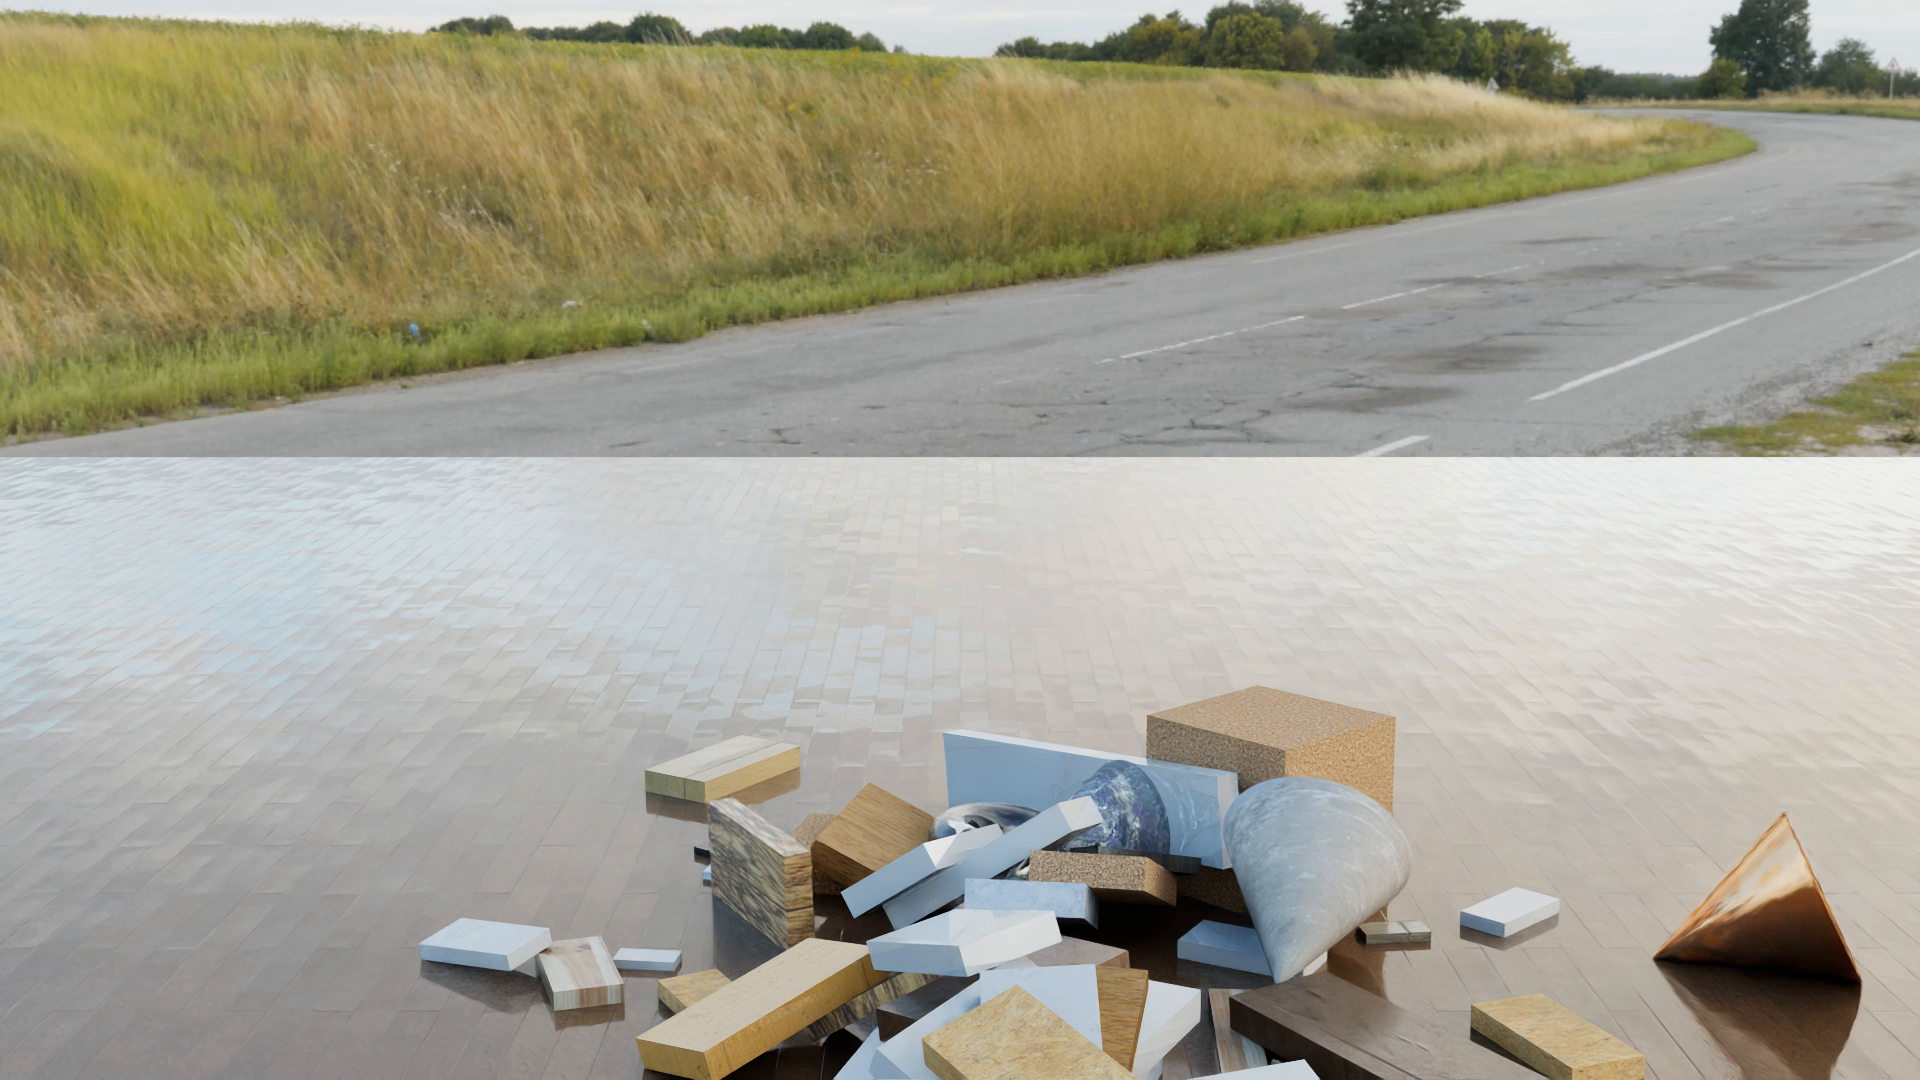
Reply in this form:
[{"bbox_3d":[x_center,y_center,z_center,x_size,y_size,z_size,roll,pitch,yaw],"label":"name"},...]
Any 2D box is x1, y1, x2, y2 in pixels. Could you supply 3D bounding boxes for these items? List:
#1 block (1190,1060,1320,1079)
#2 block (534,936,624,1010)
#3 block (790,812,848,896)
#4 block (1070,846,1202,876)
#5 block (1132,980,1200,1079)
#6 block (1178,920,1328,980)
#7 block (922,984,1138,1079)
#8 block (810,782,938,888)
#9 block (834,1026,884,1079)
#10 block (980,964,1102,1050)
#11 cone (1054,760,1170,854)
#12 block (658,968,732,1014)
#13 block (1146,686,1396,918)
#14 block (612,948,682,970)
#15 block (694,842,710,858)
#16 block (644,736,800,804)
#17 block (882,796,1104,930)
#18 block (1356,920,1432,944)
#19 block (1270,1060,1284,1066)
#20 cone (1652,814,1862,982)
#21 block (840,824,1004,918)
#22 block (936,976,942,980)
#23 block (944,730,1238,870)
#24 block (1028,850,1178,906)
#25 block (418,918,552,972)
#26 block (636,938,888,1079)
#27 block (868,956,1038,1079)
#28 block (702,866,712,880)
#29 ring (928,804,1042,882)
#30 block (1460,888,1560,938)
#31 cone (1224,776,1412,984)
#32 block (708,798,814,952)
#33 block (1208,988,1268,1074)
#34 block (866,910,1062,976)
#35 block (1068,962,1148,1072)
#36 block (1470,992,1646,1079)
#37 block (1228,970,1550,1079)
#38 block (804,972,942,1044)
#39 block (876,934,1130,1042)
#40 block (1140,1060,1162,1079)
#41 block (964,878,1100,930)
[{"bbox_3d":[0.318,0.723,2.665,0.321,0.046,0.161,-3,29,-25],"label":"block"},{"bbox_3d":[-0.571,0.646,3.288,0.102,0.029,0.204,-3,11,-18],"label":"block"},{"bbox_3d":[-0.227,0.542,3.813,0.148,0.042,0.297,2,11,12],"label":"block"},{"bbox_3d":[0.280,0.513,3.514,0.187,0.027,0.094,10,-13,-23],"label":"block"},{"bbox_3d":[0.185,0.657,2.910,0.161,0.046,0.321,5,12,27],"label":"block"},{"bbox_3d":[0.449,0.630,3.375,0.204,0.029,0.102,6,12,29],"label":"block"},{"bbox_3d":[0.260,0.718,2.335,0.144,0.041,0.828,-24,33,-29],"label":"block"},{"bbox_3d":[-0.136,0.518,3.748,0.165,0.047,0.330,27,15,7],"label":"block"},{"bbox_3d":[-0.071,0.695,2.860,0.140,0.040,0.280,5,22,23],"label":"block"},{"bbox_3d":[0.099,0.628,2.633,0.144,0.041,0.288,-4,33,2],"label":"block"},{"bbox_3d":[0.190,0.488,3.616,0.220,0.220,0.220,-7,13,-35],"label":"cone"},{"bbox_3d":[-0.358,0.669,3.169,0.094,0.027,0.187,-6,12,-28],"label":"block"},{"bbox_3d":[0.519,0.437,3.692,0.292,0.292,0.292,-10,14,-42],"label":"block"},{"bbox_3d":[-0.478,0.641,3.359,0.096,0.014,0.048,1,11,7],"label":"block"},{"bbox_3d":[-0.415,0.548,3.859,0.096,0.014,0.048,8,13,35],"label":"block"},{"bbox_3d":[-0.464,0.448,4.319,0.149,0.042,0.297,7,12,32],"label":"block"},{"bbox_3d":[0.053,0.504,3.430,0.330,0.047,0.165,-32,-13,17],"label":"block"},{"bbox_3d":[0.684,0.619,3.473,0.105,0.015,0.053,-2,11,-8],"label":"block"},{"bbox_3d":[0.441,0.720,2.869,0.063,0.018,0.127,17,11,-1],"label":"block"},{"bbox_3d":[1.179,0.589,3.341,0.269,0.269,0.269,-25,3,17],"label":"cone"},{"bbox_3d":[-0.050,0.523,3.492,0.159,0.045,0.318,-33,-13,18],"label":"block"},{"bbox_3d":[-0.005,0.653,3.083,0.140,0.040,0.280,2,21,15],"label":"block"},{"bbox_3d":[0.210,0.439,3.808,0.042,0.149,0.766,-7,5,-35],"label":"block"},{"bbox_3d":[0.227,0.528,3.422,0.175,0.049,0.349,2,-13,14],"label":"block"},{"bbox_3d":[-0.726,0.617,3.360,0.187,0.027,0.094,-1,16,33],"label":"block"},{"bbox_3d":[-0.270,0.642,3.025,0.318,0.045,0.159,-24,13,-40],"label":"block"},{"bbox_3d":[0.036,0.627,2.726,0.144,0.041,0.288,36,35,25],"label":"block"},{"bbox_3d":[-0.385,0.568,3.752,0.096,0.014,0.048,2,11,12],"label":"block"},{"bbox_3d":[0.077,0.521,3.749,0.266,0.089,0.266,7,11,-1],"label":"ring"},{"bbox_3d":[0.888,0.600,3.551,0.163,0.023,0.081,-10,15,-43],"label":"block"},{"bbox_3d":[0.505,0.563,3.292,0.294,0.294,0.294,4,38,20],"label":"cone"},{"bbox_3d":[-0.322,0.534,3.530,0.045,0.159,0.318,-7,13,-27],"label":"block"},{"bbox_3d":[0.385,0.702,3.017,0.063,0.018,0.405,1,11,3],"label":"block"},{"bbox_3d":[0.001,0.536,2.939,0.144,0.041,0.288,-15,-1,-28],"label":"block"},{"bbox_3d":[0.155,0.641,2.670,0.102,0.029,0.321,3,34,13],"label":"block"},{"bbox_3d":[0.822,0.691,3.035,0.117,0.033,0.234,-4,11,-21],"label":"block"},{"bbox_3d":[0.577,0.682,2.864,0.165,0.047,0.552,-8,11,-27],"label":"block"},{"bbox_3d":[-0.112,0.631,3.057,0.204,0.029,0.102,-30,-5,17],"label":"block"},{"bbox_3d":[0.061,0.606,2.931,0.161,0.046,0.321,4,14,45],"label":"block"},{"bbox_3d":[0.133,0.719,2.837,0.175,0.049,0.349,4,11,19],"label":"block"},{"bbox_3d":[0.114,0.556,3.349,0.175,0.049,0.349,1,-13,7],"label":"block"}]
